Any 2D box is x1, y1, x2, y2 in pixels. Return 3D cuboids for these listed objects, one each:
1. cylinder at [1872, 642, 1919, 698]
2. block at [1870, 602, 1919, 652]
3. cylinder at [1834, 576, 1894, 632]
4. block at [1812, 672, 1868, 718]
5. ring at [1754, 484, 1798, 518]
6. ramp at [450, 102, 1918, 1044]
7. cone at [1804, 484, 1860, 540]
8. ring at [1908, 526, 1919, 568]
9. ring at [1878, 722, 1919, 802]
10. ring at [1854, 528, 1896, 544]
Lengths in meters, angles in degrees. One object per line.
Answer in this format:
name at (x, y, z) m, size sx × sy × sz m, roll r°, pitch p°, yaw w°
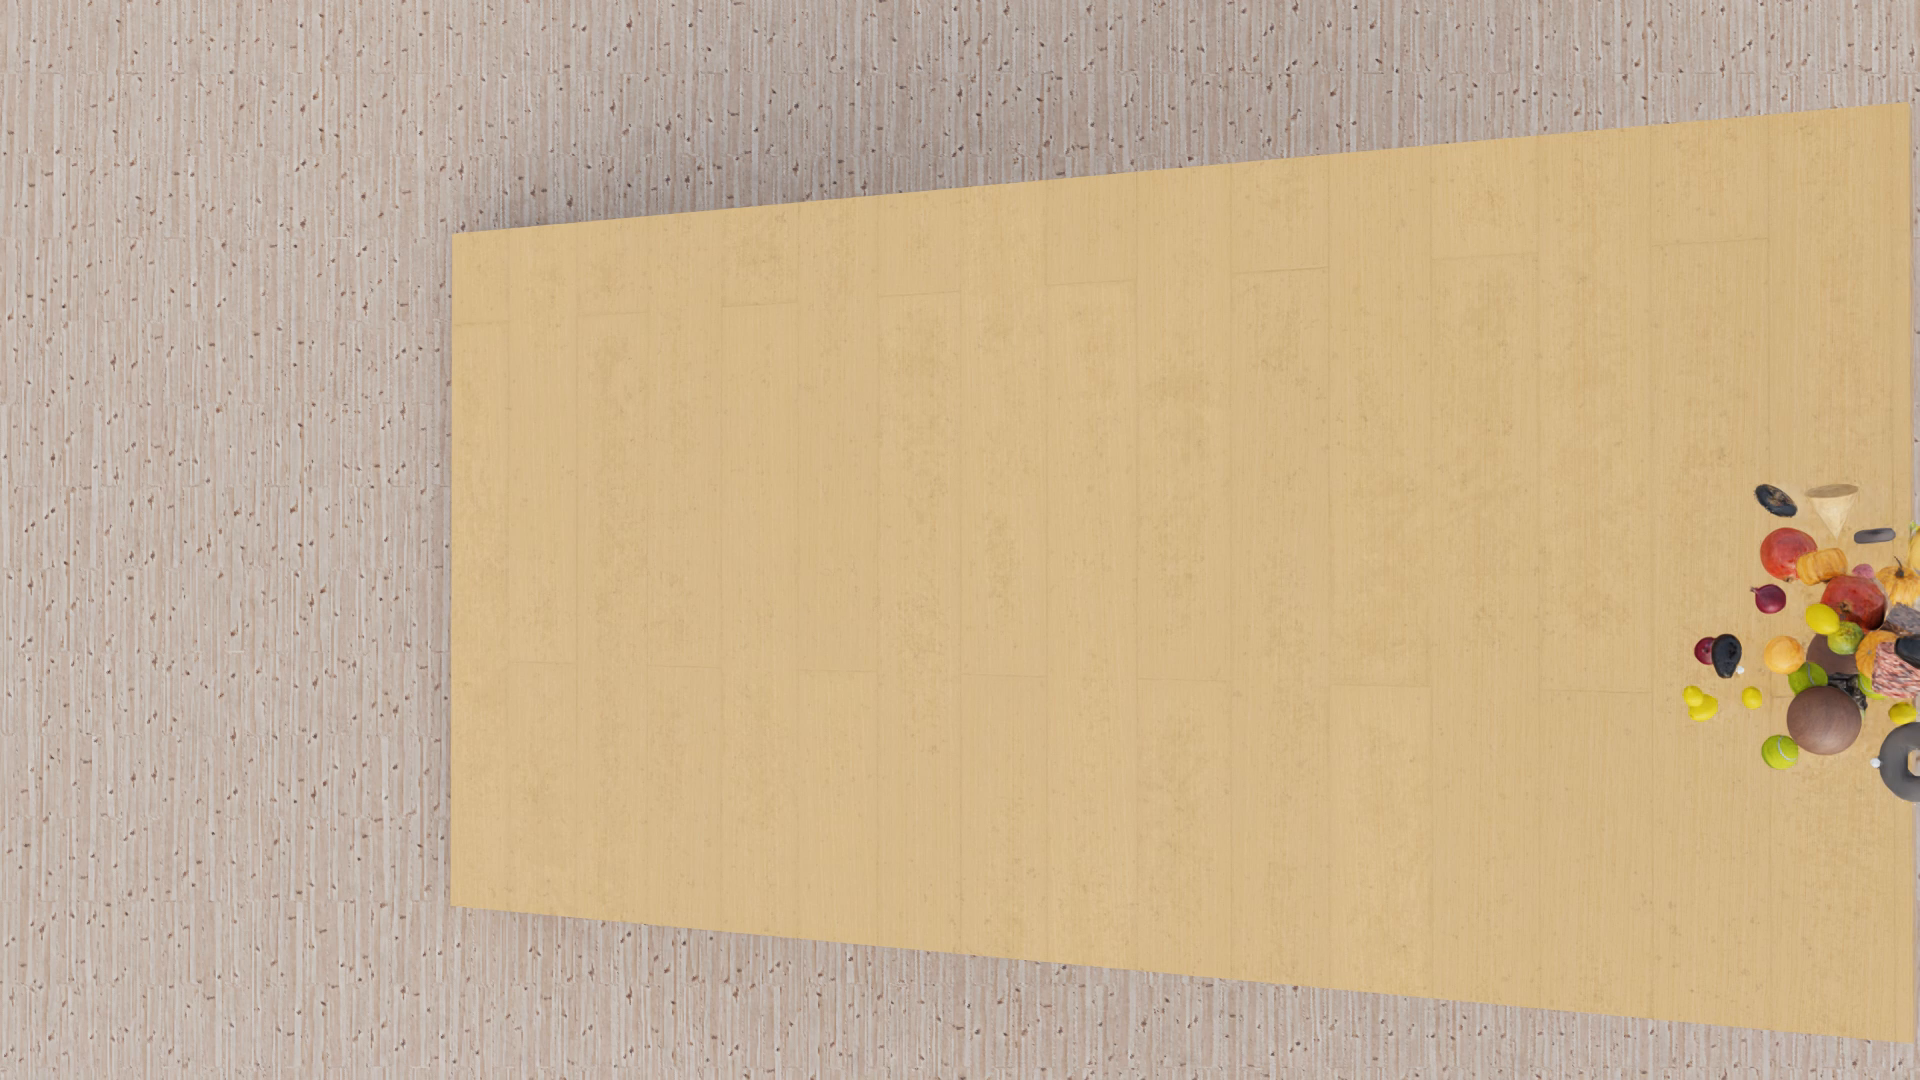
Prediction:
cylinder at (1.631, 0.226, 3.826) m, size 0.077 × 0.077 × 0.077 m, roll 0°, pitch 107°, yaw 0°
block at (1.692, 0.169, 3.952) m, size 0.071 × 0.071 × 0.071 m, roll 31°, pitch 133°, yaw 22°
cylinder at (1.756, 0.125, 4.274) m, size 0.082 × 0.082 × 0.082 m, roll -29°, pitch 89°, yaw 31°
block at (1.658, 0.292, 4.145) m, size 0.064 × 0.064 × 0.064 m, roll -15°, pitch 98°, yaw -22°
ring at (1.577, -0.075, 4.252) m, size 0.089 × 0.089 × 0.030 m, roll 29°, pitch 118°, yaw 0°
ramp at (0.276, 0.078, 5.652) m, size 4.000 × 0.100 × 2.000 m, roll 0°, pitch 89°, yaw 28°
cone at (1.527, -0.041, 3.841) m, size 0.091 × 0.091 × 0.091 m, roll -11°, pitch 103°, yaw 0°
ring at (1.770, 0.004, 4.036) m, size 0.035 × 0.105 × 0.105 m, roll 22°, pitch 89°, yaw 19°
ring at (1.660, 0.386, 3.815) m, size 0.046 × 0.139 × 0.139 m, roll 6°, pitch 89°, yaw -32°
ring at (1.816, -0.008, 4.367) m, size 0.078 × 0.078 × 0.026 m, roll -5°, pitch 85°, yaw 0°
